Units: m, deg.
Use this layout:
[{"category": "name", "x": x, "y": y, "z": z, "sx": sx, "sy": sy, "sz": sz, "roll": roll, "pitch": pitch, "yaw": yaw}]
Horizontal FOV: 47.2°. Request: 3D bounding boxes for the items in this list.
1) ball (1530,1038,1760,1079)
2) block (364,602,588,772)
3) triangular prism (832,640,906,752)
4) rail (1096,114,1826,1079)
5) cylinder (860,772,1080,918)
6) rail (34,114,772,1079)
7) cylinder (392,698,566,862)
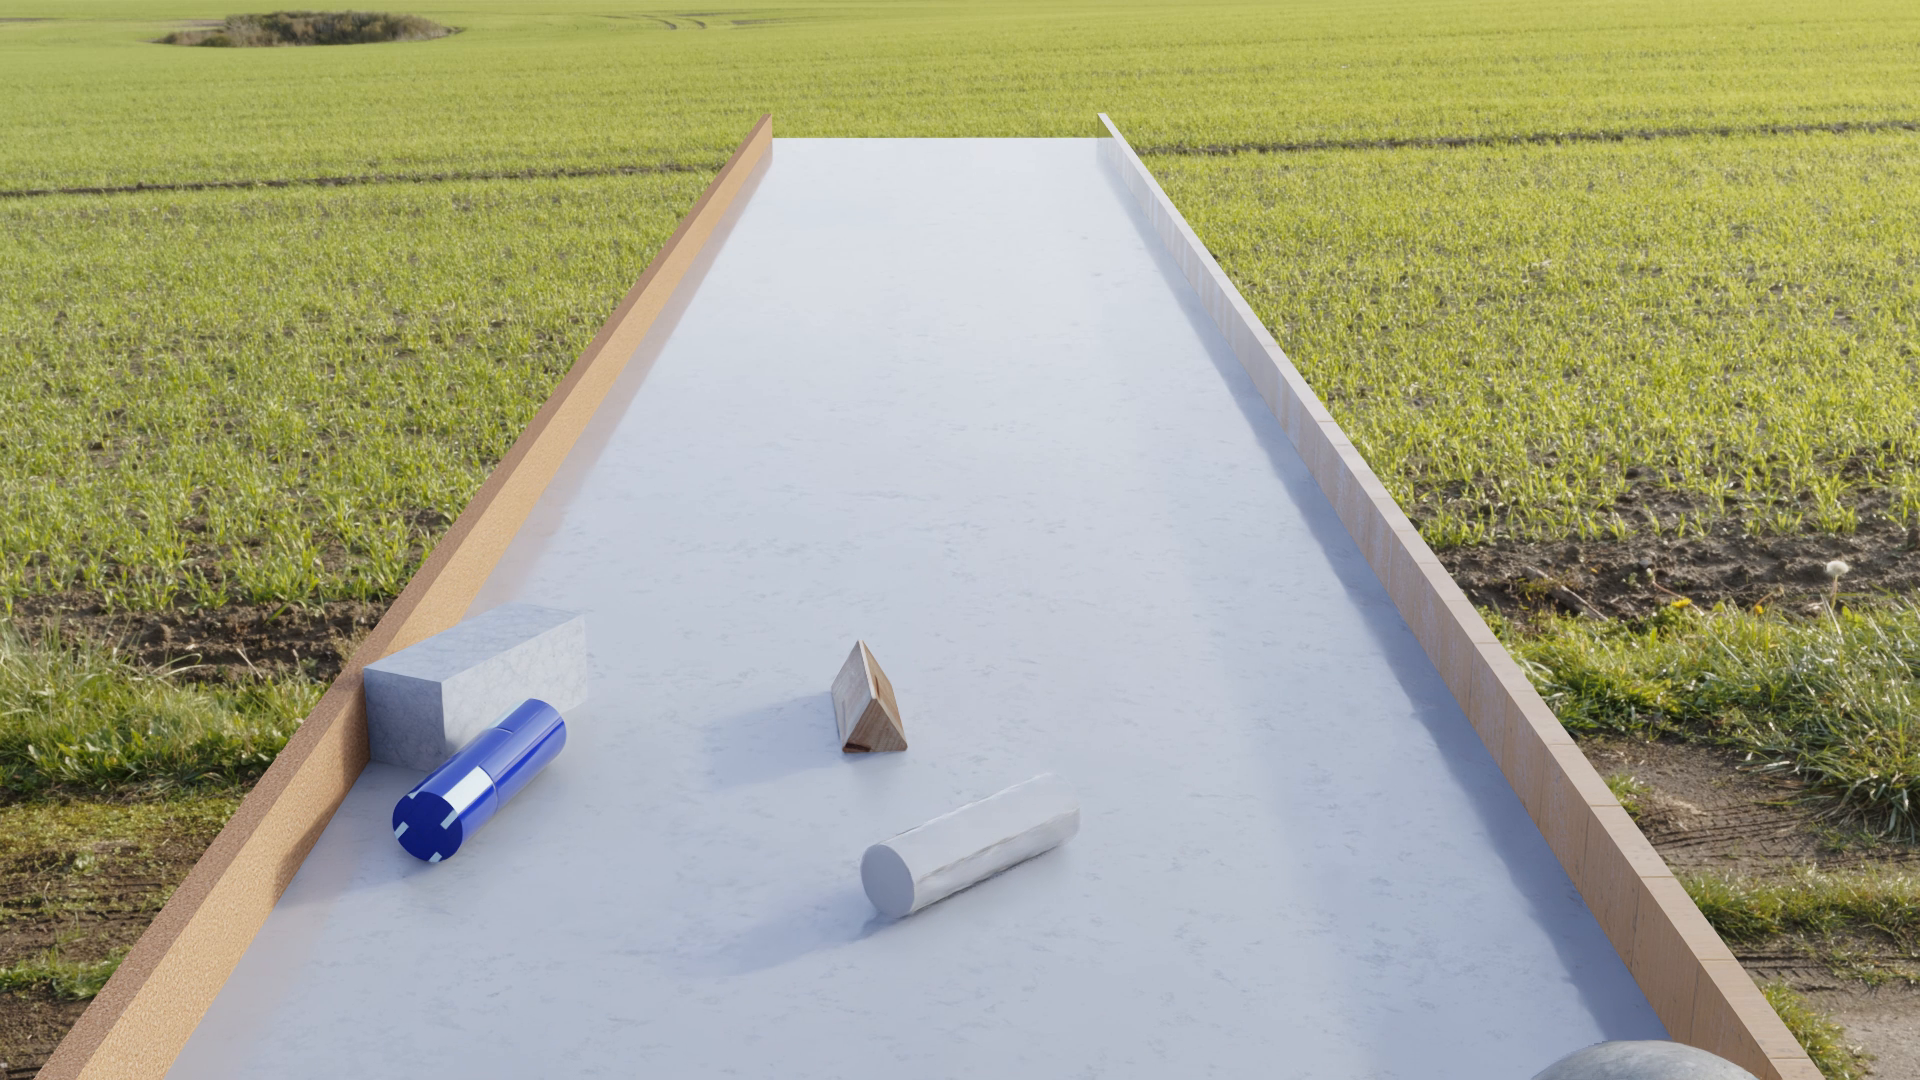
[{"category": "ball", "x": 0.711, "y": 0.696, "z": 2.254, "sx": 0.360, "sy": 0.360, "sz": 0.360, "roll": 0, "pitch": 17, "yaw": 0}, {"category": "block", "x": -0.880, "y": 0.264, "z": 4.035, "sx": 0.173, "sy": 0.173, "sz": 0.418, "roll": 8, "pitch": 18, "yaw": 25}, {"category": "triangular prism", "x": -0.172, "y": 0.284, "z": 4.088, "sx": 0.115, "sy": 0.100, "sz": 0.329, "roll": -2, "pitch": 17, "yaw": -7}, {"category": "rail", "x": 0.932, "y": -0.844, "z": 7.801, "sx": 0.050, "sy": 0.150, "sz": 12.000, "roll": 0, "pitch": 17, "yaw": -1}, {"category": "cylinder", "x": 0.021, "y": 0.473, "z": 3.434, "sx": 0.116, "sy": 0.116, "sz": 0.380, "roll": 15, "pitch": 22, "yaw": 41}, {"category": "rail", "x": -1.118, "y": -0.838, "z": 7.780, "sx": 0.050, "sy": 0.150, "sz": 12.000, "roll": 0, "pitch": 17, "yaw": -1}, {"category": "cylinder", "x": -0.798, "y": 0.396, "z": 3.685, "sx": 0.121, "sy": 0.121, "sz": 0.425, "roll": 4, "pitch": 17, "yaw": 12}]
